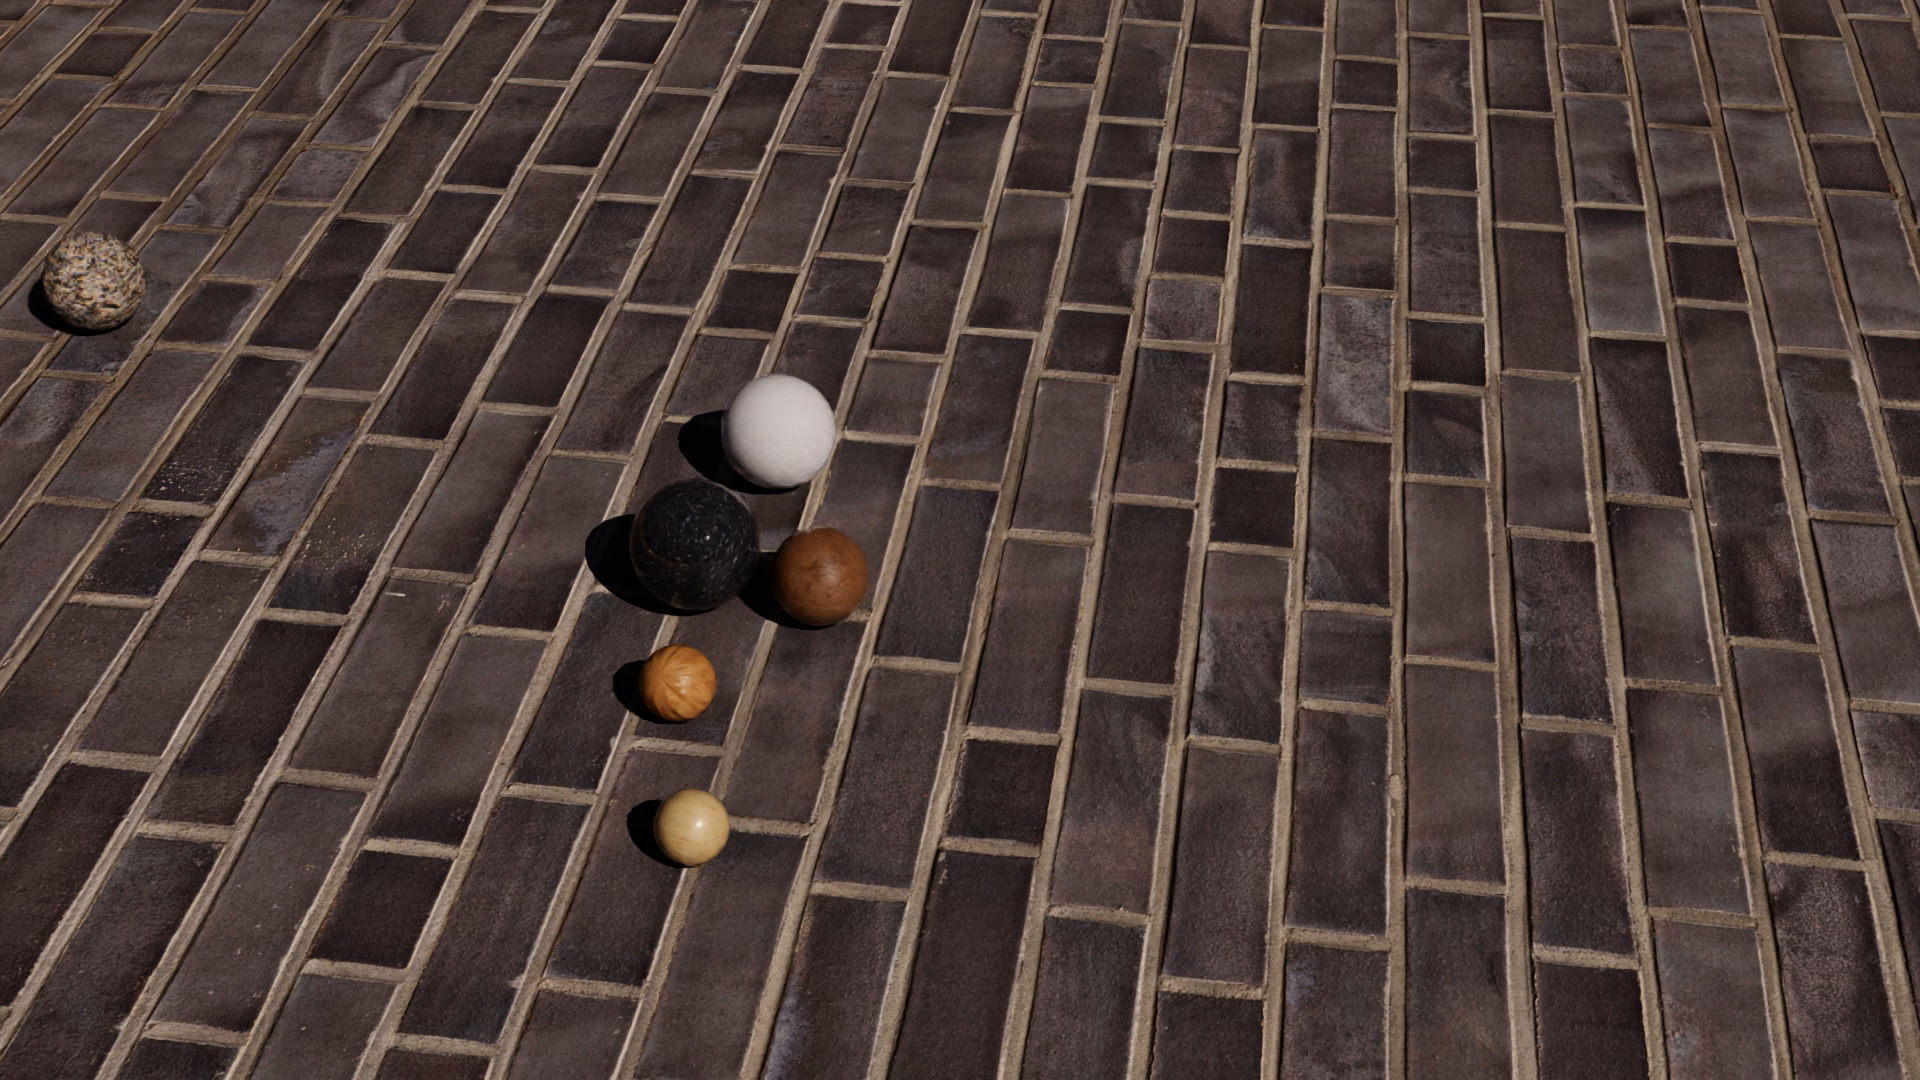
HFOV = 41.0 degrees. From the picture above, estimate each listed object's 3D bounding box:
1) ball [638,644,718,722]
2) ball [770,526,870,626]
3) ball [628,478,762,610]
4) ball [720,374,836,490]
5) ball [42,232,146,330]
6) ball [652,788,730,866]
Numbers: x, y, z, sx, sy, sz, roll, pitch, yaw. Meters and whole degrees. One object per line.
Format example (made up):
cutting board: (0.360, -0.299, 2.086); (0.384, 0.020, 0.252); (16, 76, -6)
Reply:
ball: (-0.171, 0.087, 1.558); (0.047, 0.047, 0.047); (0, 36, 0)
ball: (-0.089, 0.023, 1.633); (0.064, 0.064, 0.064); (0, 36, 0)
ball: (-0.170, 0.003, 1.643); (0.085, 0.085, 0.085); (0, 36, 0)
ball: (-0.124, -0.074, 1.753); (0.079, 0.079, 0.079); (0, 36, 0)
ball: (-0.650, -0.194, 1.924); (0.074, 0.074, 0.074); (0, 36, 0)
ball: (-0.152, 0.163, 1.456); (0.044, 0.044, 0.044); (0, 36, 0)
